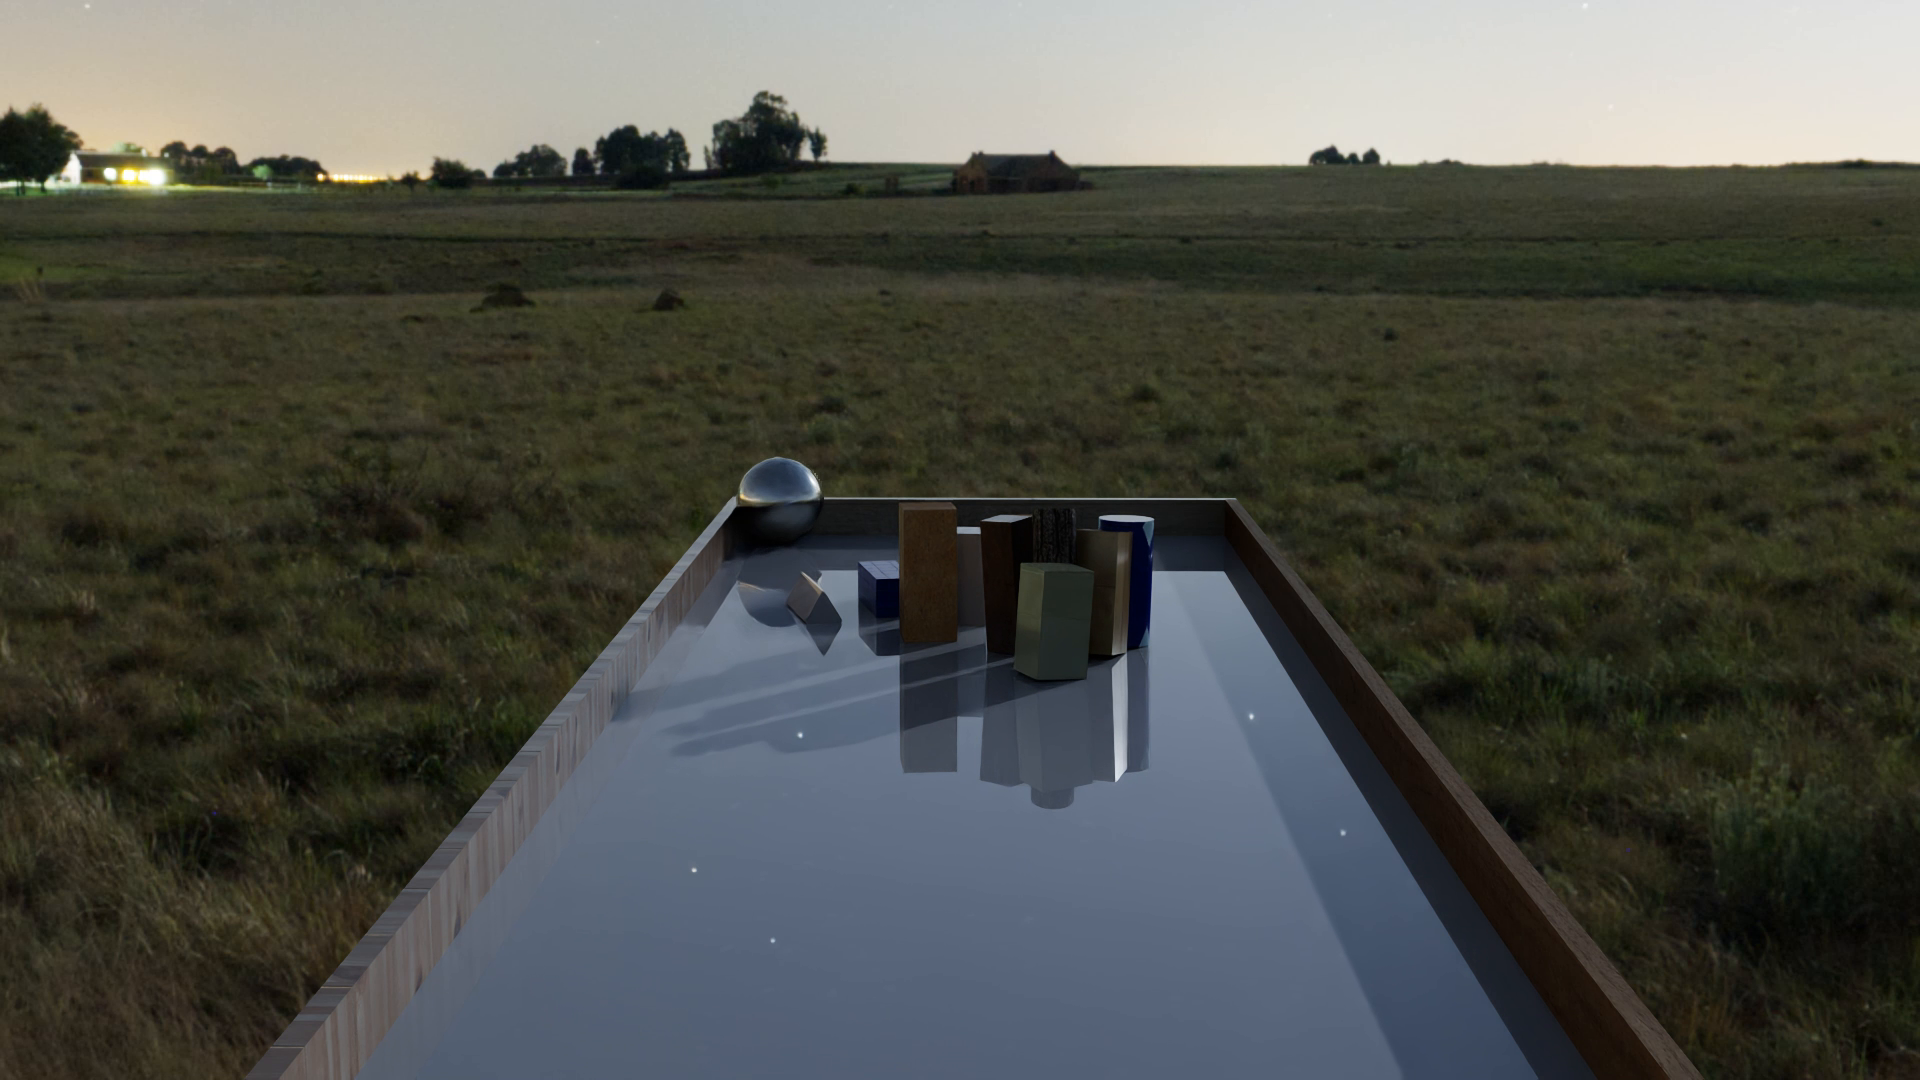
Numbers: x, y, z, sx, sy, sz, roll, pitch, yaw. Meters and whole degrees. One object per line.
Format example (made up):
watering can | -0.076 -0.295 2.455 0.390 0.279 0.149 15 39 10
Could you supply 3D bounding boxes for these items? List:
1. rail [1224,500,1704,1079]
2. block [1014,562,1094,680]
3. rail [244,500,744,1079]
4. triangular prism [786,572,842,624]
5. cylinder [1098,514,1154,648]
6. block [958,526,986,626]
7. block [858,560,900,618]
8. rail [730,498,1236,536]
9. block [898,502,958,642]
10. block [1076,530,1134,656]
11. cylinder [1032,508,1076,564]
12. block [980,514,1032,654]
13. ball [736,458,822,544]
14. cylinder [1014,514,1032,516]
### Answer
rail | 1.046 0.843 3.208 0.050 0.150 12.000 0 9 1
block | 0.275 0.237 6.461 0.162 0.319 0.162 1 8 -24
rail | -1.004 0.839 3.234 0.050 0.150 12.000 0 9 1
triangular prism | -0.497 0.192 7.440 0.123 0.106 0.383 -3 9 -14
cylinder | 0.517 0.128 6.921 0.174 0.395 0.174 1 8 0
block | 0.025 0.119 7.277 0.145 0.307 0.145 1 9 8
block | -0.254 0.166 7.543 0.131 0.131 0.361 -2 9 -12
rail | 0.099 -0.098 9.147 2.100 0.150 0.050 0 9 1
block | -0.103 0.101 7.015 0.169 0.424 0.169 -1 9 -7
block | 0.430 0.158 6.765 0.147 0.374 0.147 4 2 22
cylinder | 0.288 0.134 6.670 0.133 0.449 0.133 0 -5 0
block | 0.153 0.136 6.806 0.116 0.411 0.116 4 12 35
ball | -0.732 -0.161 8.911 0.348 0.348 0.348 0 9 0
cylinder | 0.211 0.127 6.940 0.164 0.391 0.164 0 11 0
